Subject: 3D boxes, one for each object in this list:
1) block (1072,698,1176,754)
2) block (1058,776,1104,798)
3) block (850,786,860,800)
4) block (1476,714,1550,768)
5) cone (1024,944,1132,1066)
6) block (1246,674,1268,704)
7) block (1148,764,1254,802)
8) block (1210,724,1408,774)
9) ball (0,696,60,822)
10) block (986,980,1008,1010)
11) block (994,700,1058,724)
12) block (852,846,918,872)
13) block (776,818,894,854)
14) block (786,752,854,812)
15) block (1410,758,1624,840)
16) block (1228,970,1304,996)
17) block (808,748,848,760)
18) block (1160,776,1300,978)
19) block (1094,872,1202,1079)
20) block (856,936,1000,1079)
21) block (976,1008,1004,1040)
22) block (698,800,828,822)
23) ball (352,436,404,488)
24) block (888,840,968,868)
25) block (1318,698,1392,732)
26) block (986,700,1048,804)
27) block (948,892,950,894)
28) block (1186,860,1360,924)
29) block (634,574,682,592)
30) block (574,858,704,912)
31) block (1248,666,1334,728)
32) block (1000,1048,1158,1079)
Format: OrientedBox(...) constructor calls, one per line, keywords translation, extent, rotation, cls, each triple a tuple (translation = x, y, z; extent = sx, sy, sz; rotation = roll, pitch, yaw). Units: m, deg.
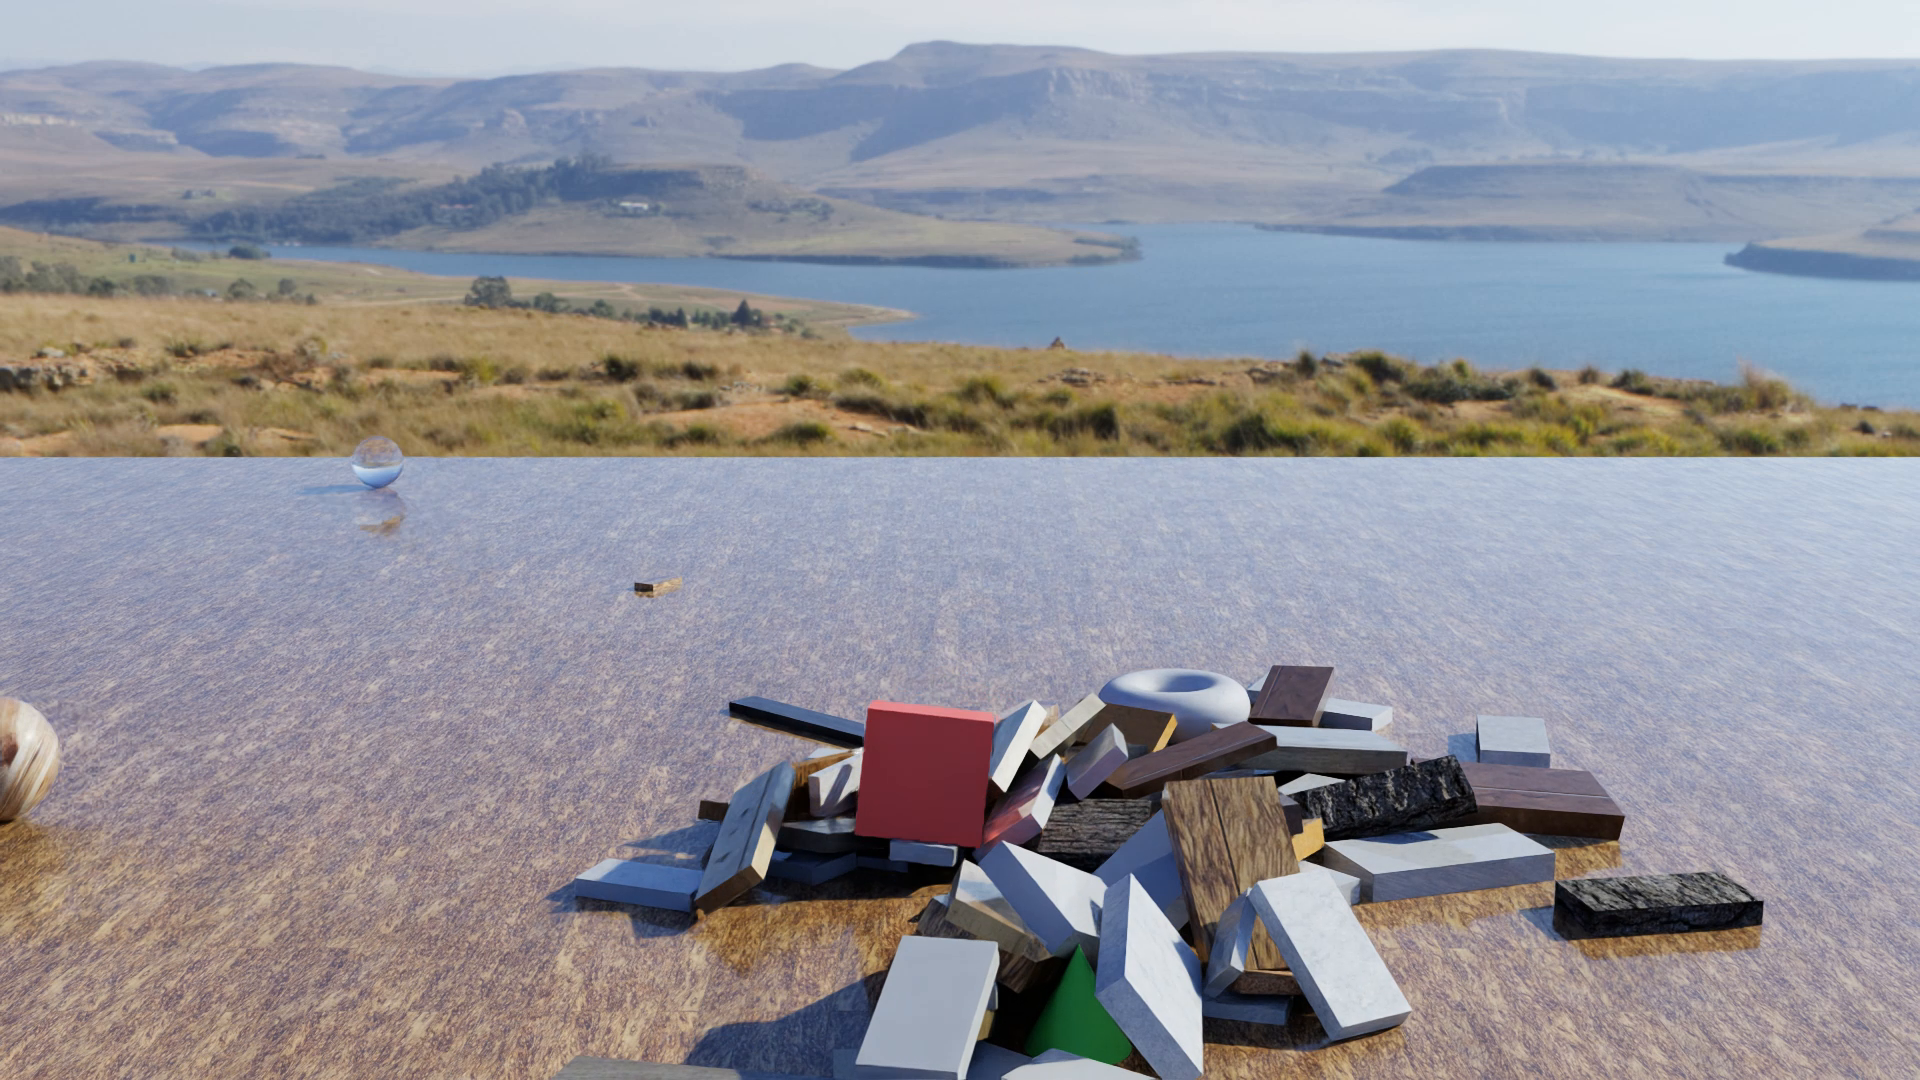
OrientedBox(translation=(0.322, 0.390, 4.500), extent=(0.219, 0.031, 0.109), rotation=(7, 48, 33), cls="block")
OrientedBox(translation=(0.195, 0.467, 4.143), extent=(0.143, 0.020, 0.072), rotation=(5, 15, 39), cls="block")
OrientedBox(translation=(-0.158, 0.455, 4.143), extent=(0.054, 0.015, 0.108), rotation=(-23, 5, 30), cls="block")
OrientedBox(translation=(1.131, 0.415, 4.505), extent=(0.136, 0.039, 0.272), rotation=(2, 11, 11), cls="block")
OrientedBox(translation=(0.164, 0.631, 3.041), extent=(0.149, 0.149, 0.149), rotation=(0, 11, 0), cls="cone")
OrientedBox(translation=(0.732, 0.333, 4.965), extent=(0.109, 0.031, 0.219), rotation=(5, 11, 23), cls="block")
OrientedBox(translation=(0.418, 0.460, 4.264), extent=(0.272, 0.039, 0.136), rotation=(-5, 12, -27), cls="block")
OrientedBox(translation=(0.689, 0.415, 4.360), extent=(0.346, 0.049, 0.173), rotation=(4, 8, -15), cls="block")
OrientedBox(translation=(-1.782, 0.402, 4.045), extent=(0.234, 0.234, 0.234), rotation=(0, 11, 0), cls="ball")
OrientedBox(translation=(-0.005, 0.635, 3.082), extent=(0.129, 0.037, 0.258), rotation=(1, -11, 5), cls="block")
OrientedBox(translation=(0.091, 0.396, 4.660), extent=(0.072, 0.020, 0.394), rotation=(5, 12, 27), cls="block")
OrientedBox(translation=(-0.138, 0.552, 3.823), extent=(0.131, 0.019, 0.066), rotation=(4, 11, 21), cls="block")
OrientedBox(translation=(-0.215, 0.512, 3.816), extent=(0.117, 0.033, 0.234), rotation=(5, -1, 30), cls="block")
OrientedBox(translation=(-0.272, 0.458, 4.145), extent=(0.172, 0.086, 0.024), rotation=(-9, 13, -39), cls="block")
OrientedBox(translation=(1.006, 0.469, 3.993), extent=(0.346, 0.049, 0.173), rotation=(5, 21, -8), cls="block")
OrientedBox(translation=(0.465, 0.643, 3.197), extent=(0.155, 0.022, 0.077), rotation=(5, -3, -15), cls="block")
OrientedBox(translation=(-0.226, 0.442, 4.412), extent=(0.144, 0.020, 0.072), rotation=(3, 11, 14), cls="block")
OrientedBox(translation=(0.430, 0.521, 3.368), extent=(0.175, 0.050, 0.351), rotation=(-2, 46, -9), cls="block")
OrientedBox(translation=(0.265, 0.608, 3.054), extent=(0.049, 0.172, 0.345), rotation=(-36, 8, 13), cls="block")
OrientedBox(translation=(-0.038, 0.602, 2.807), extent=(0.129, 0.037, 0.258), rotation=(2, 28, 12), cls="block")
OrientedBox(translation=(-0.023, 0.649, 2.961), extent=(0.129, 0.037, 0.258), rotation=(0, -11, 9), cls="block")
OrientedBox(translation=(-0.342, 0.502, 3.953), extent=(0.229, 0.032, 0.114), rotation=(5, -9, 24), cls="block")
OrientedBox(translation=(-2.079, -0.279, 7.853), extent=(0.180, 0.180, 0.180), rotation=(0, 11, 0), cls="ball")
OrientedBox(translation=(-0.051, 0.527, 3.780), extent=(0.108, 0.031, 0.217), rotation=(6, -1, 7), cls="block")
OrientedBox(translation=(0.810, 0.373, 4.753), extent=(0.219, 0.031, 0.109), rotation=(7, 13, 33), cls="block")
OrientedBox(translation=(0.069, 0.411, 4.113), extent=(0.129, 0.037, 0.258), rotation=(-36, 12, 35), cls="block")
OrientedBox(translation=(0.062, 0.582, 3.628), extent=(0.108, 0.031, 0.217), rotation=(5, 12, 25), cls="block")
OrientedBox(translation=(0.503, 0.585, 3.585), extent=(0.288, 0.041, 0.144), rotation=(-9, 14, -40), cls="block")
OrientedBox(translation=(-0.844, 0.119, 6.152), extent=(0.066, 0.019, 0.131), rotation=(6, 12, 29), cls="block")
OrientedBox(translation=(-0.520, 0.575, 3.667), extent=(0.217, 0.031, 0.108), rotation=(4, 11, 21), cls="block")
OrientedBox(translation=(0.715, 0.344, 4.730), extent=(0.136, 0.039, 0.272), rotation=(1, 21, 19), cls="block")
OrientedBox(translation=(0.179, 0.705, 2.782), extent=(0.231, 0.033, 0.116), rotation=(8, 13, 36), cls="block")
